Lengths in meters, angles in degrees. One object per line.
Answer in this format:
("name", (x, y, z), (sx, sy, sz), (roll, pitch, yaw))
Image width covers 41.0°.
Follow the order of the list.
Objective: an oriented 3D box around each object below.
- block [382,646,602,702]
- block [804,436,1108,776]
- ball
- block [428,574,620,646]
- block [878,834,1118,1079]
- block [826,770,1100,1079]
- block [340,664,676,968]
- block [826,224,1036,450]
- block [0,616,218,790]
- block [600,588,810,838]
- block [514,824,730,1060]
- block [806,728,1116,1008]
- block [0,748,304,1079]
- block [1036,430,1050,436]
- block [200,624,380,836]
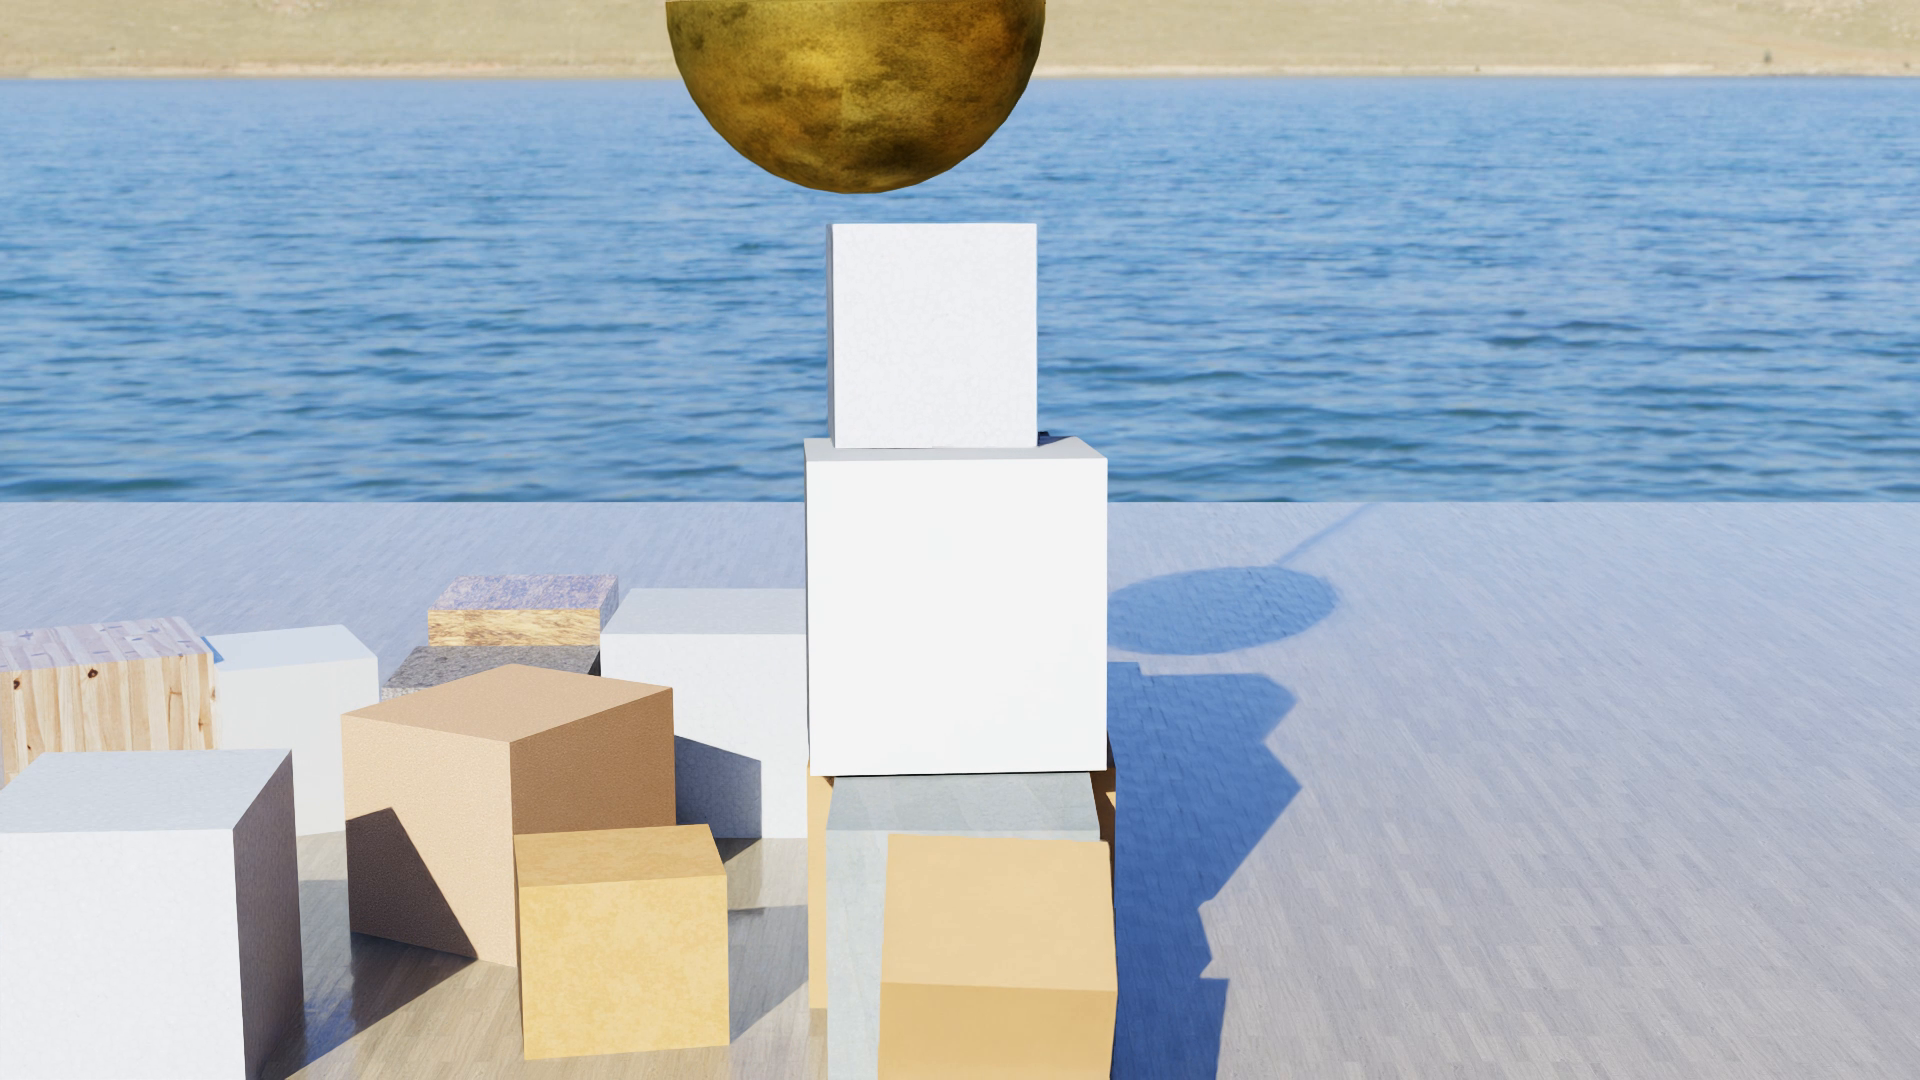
("block", (-2.158, 0.974, 11.997), (0.891, 0.791, 0.857), (0, 10, -1))
("block", (-0.041, 0.220, 9.737), (1.079, 1.143, 0.960), (-1, 7, -4))
("ball", (-0.437, -2.257, 10.770), (1.600, 1.600, 1.600), (0, 10, 0))
("block", (-2.154, 0.733, 12.828), (0.821, 0.969, 0.863), (0, 10, -1))
("block", (0.105, 1.511, 8.272), (0.717, 0.832, 0.711), (2, 32, -1))
("block", (0.010, 1.382, 9.216), (0.928, 0.983, 0.928), (0, 10, 0))
("block", (-1.879, 1.124, 10.801), (0.891, 0.923, 1.068), (6, 12, 30))
("block", (-0.125, -0.810, 9.988), (0.758, 0.837, 0.801), (-1, 7, -5))
("block", (-4.061, 0.912, 12.111), (0.936, 0.873, 0.896), (-5, 11, -25))
("block", (-1.088, 0.814, 12.383), (1.117, 0.968, 1.071), (0, 10, 1))
("block", (-1.272, 1.486, 9.583), (0.741, 0.647, 0.655), (-2, 11, -11))
("block", (0.005, 1.213, 10.250), (1.157, 0.945, 1.156), (0, 10, 0))
("block", (-2.962, 1.373, 9.271), (0.926, 0.981, 1.064), (-1, 10, -4))
("block", (-0.075, 0.092, 10.825), (0.950, 0.973, 0.999), (0, 10, -2))
("block", (-3.217, 0.911, 12.273), (0.718, 0.816, 0.802), (-5, 11, -24))
